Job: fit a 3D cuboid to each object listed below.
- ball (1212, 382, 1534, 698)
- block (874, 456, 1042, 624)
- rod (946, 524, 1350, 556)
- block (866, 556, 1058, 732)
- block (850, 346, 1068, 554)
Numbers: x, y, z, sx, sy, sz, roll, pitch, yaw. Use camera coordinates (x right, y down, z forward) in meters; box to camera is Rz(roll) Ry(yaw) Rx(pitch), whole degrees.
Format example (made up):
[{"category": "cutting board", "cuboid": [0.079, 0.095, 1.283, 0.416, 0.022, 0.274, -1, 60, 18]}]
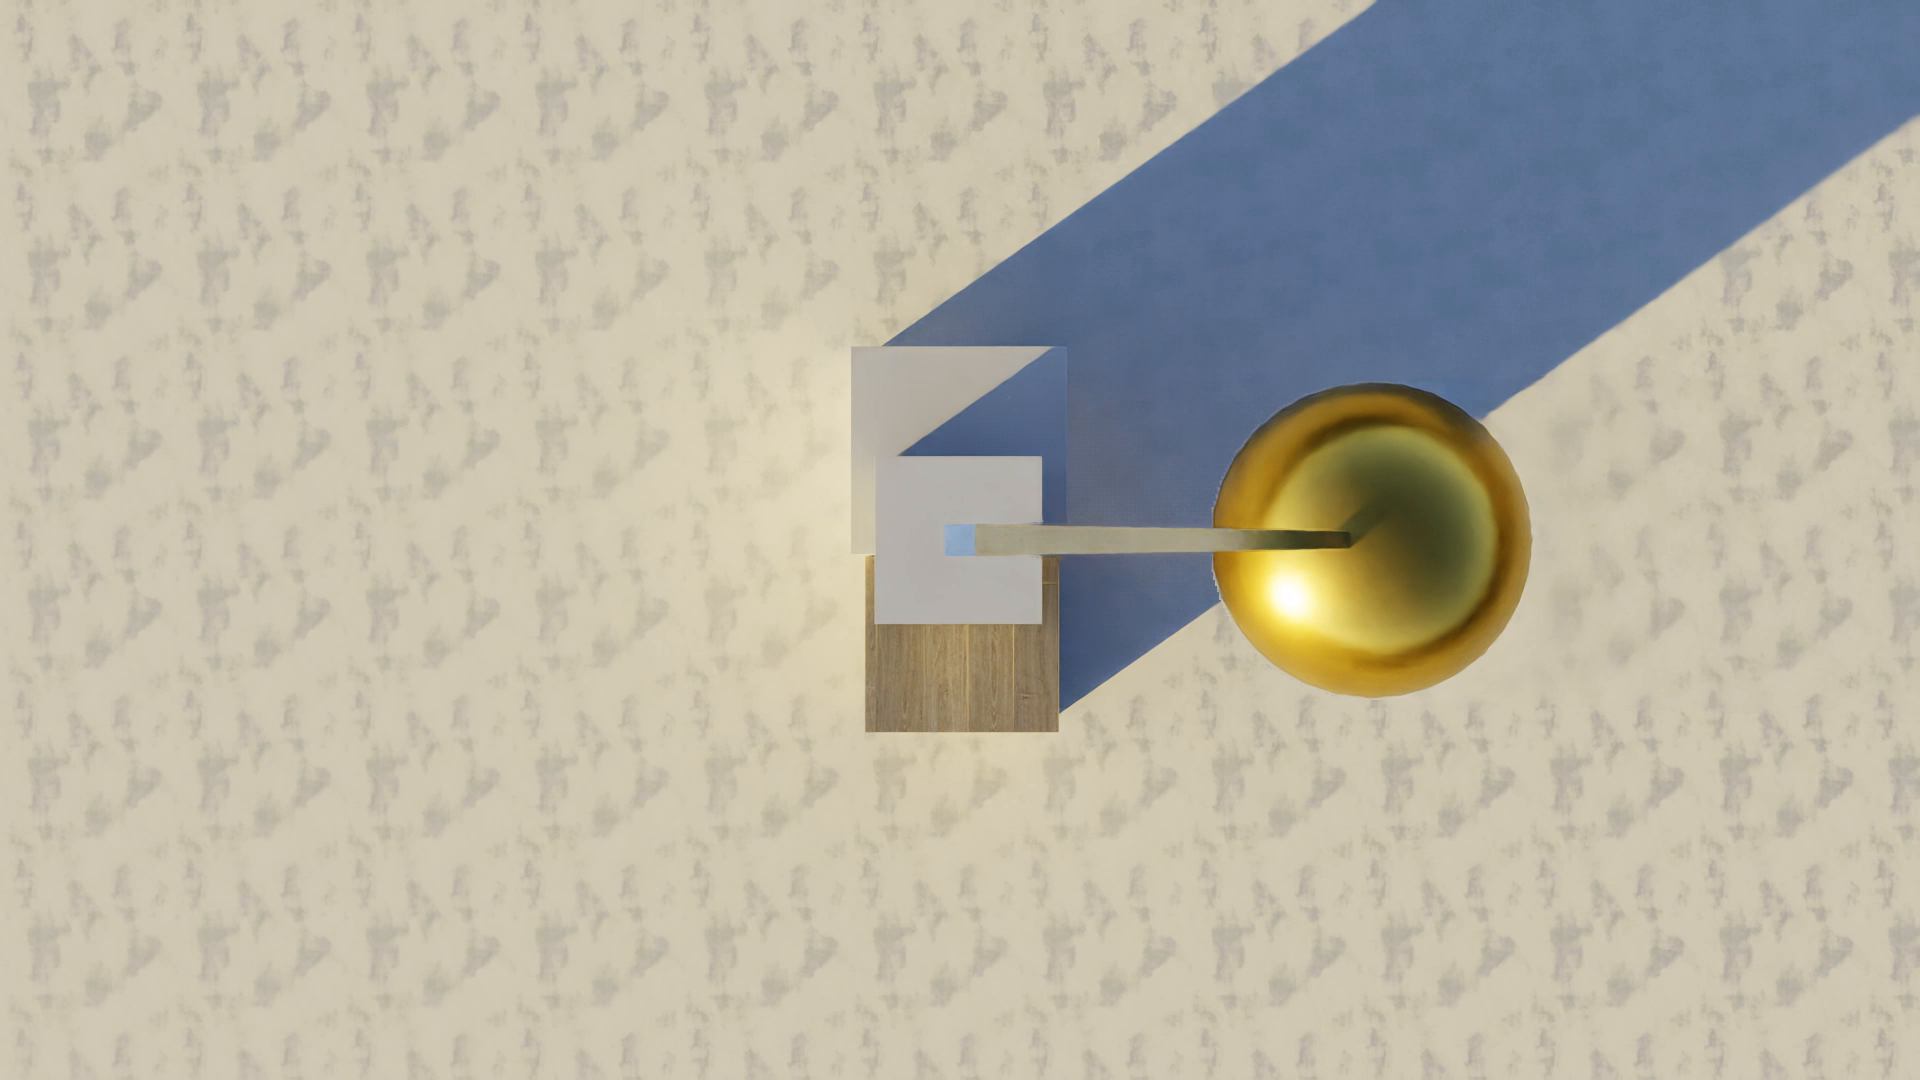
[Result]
[{"category": "ball", "cuboid": [2.074, 0.000, 11.131, 1.600, 1.600, 1.600, 0, 90, 0]}, {"category": "block", "cuboid": [-0.008, 0.000, 10.918, 0.799, 0.835, 0.801, 0, 90, 0]}, {"category": "rod", "cuboid": [0.899, 0.000, 7.940, 0.080, 5.200, 0.080, 0, 90, 20]}, {"category": "block", "cuboid": [0.011, 0.573, 12.542, 1.064, 0.916, 0.969, 0, 90, 0]}, {"category": "block", "cuboid": [-0.005, -0.489, 12.503, 1.181, 0.994, 1.136, 0, 90, 0]}]
